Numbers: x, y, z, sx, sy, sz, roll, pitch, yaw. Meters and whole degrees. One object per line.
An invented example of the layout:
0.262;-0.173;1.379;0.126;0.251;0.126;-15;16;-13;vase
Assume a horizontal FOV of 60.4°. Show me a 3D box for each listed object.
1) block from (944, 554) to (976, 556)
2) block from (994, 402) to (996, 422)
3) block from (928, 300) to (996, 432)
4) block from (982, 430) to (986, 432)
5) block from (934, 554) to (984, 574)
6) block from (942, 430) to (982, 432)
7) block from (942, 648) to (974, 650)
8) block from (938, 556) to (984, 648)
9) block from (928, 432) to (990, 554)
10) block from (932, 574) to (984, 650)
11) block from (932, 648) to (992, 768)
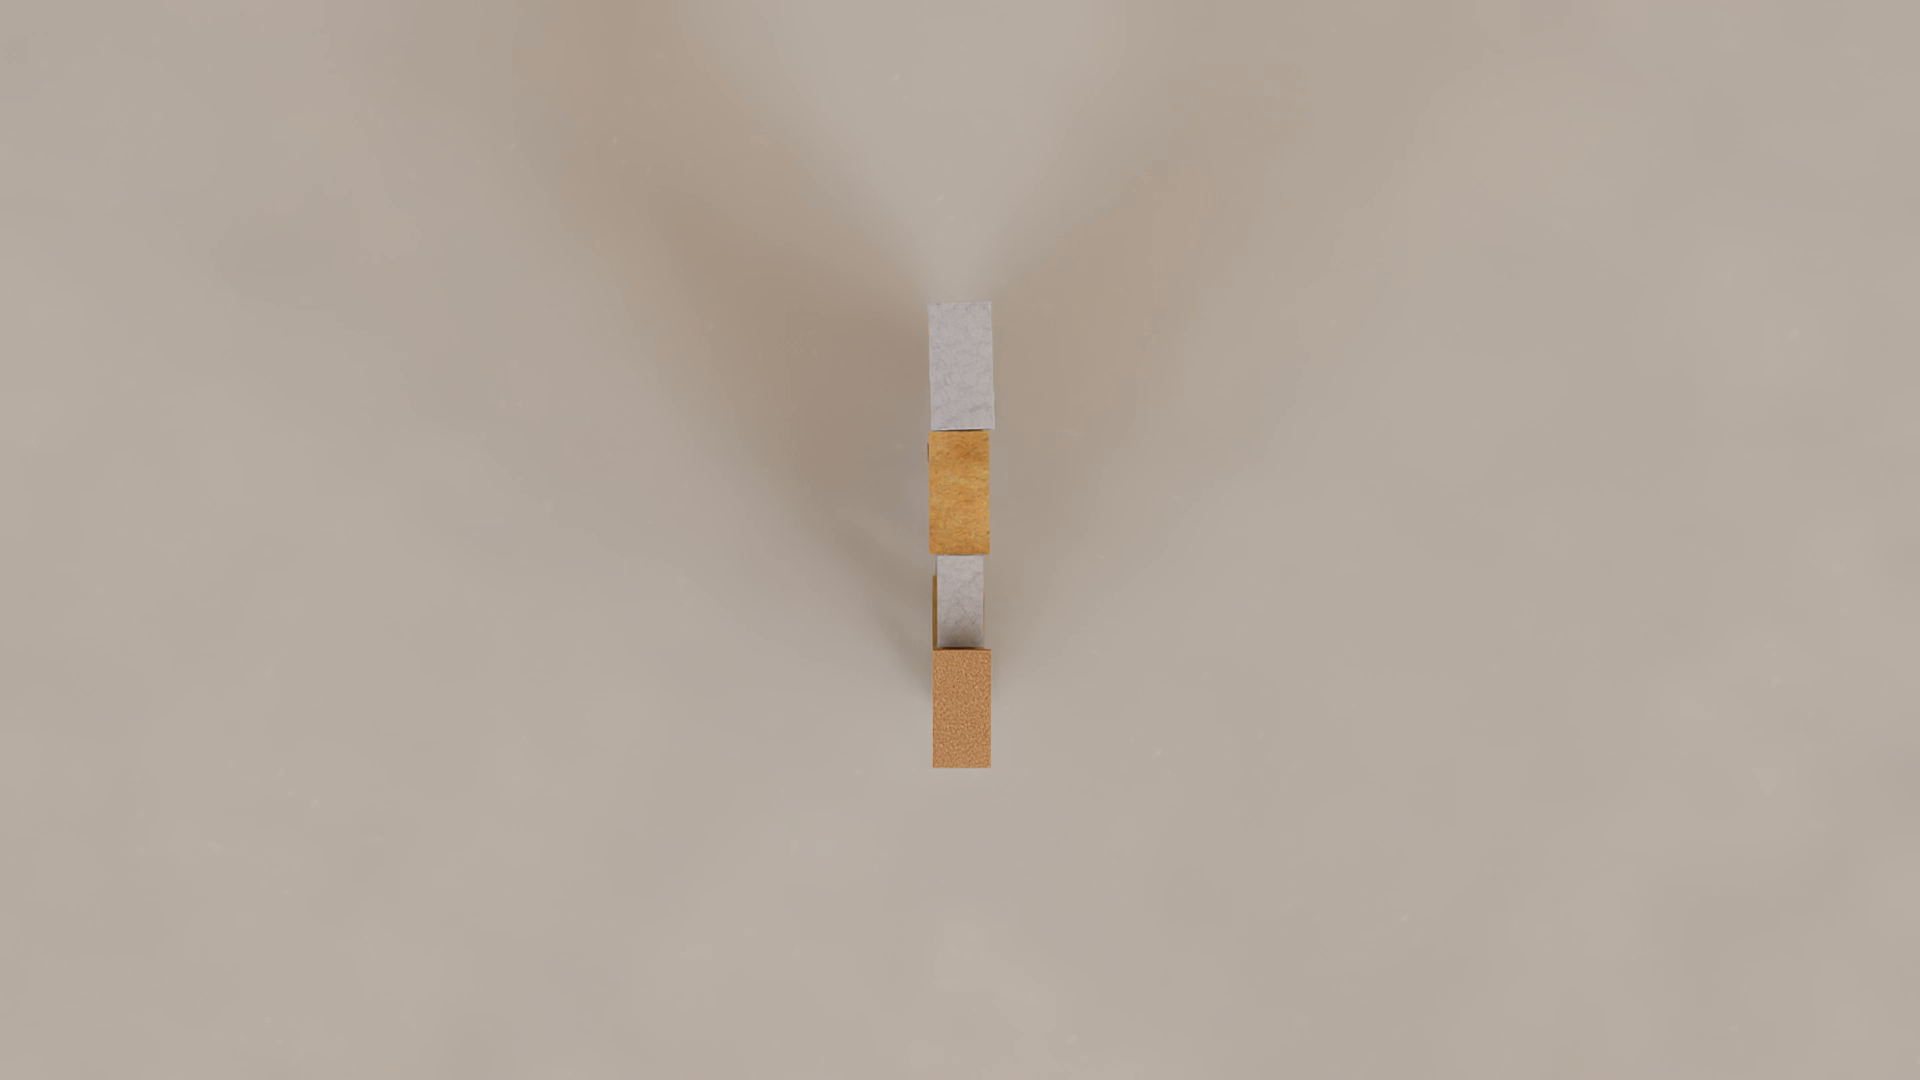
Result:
0.000;0.086;4.702;0.087;0.025;0.174;0;90;0;block
0.011;-0.333;4.382;0.161;0.322;0.046;1;90;0;block
0.003;-0.442;4.198;0.161;0.046;0.322;-2;90;0;block
0.000;-0.358;4.853;0.153;0.043;0.305;0;90;0;block
-0.004;-0.050;4.936;0.149;0.042;0.298;0;90;0;block
-0.003;-0.235;4.561;0.126;0.036;0.252;1;90;0;block
-0.004;0.268;4.693;0.091;0.026;0.182;0;90;0;block
0.002;0.164;4.418;0.122;0.035;0.245;0;90;0;block
-0.002;-0.120;4.211;0.155;0.044;0.310;0;90;0;block
-0.005;0.257;4.909;0.154;0.044;0.308;0;90;0;block
0.005;0.443;4.349;0.154;0.044;0.309;0;90;0;block
